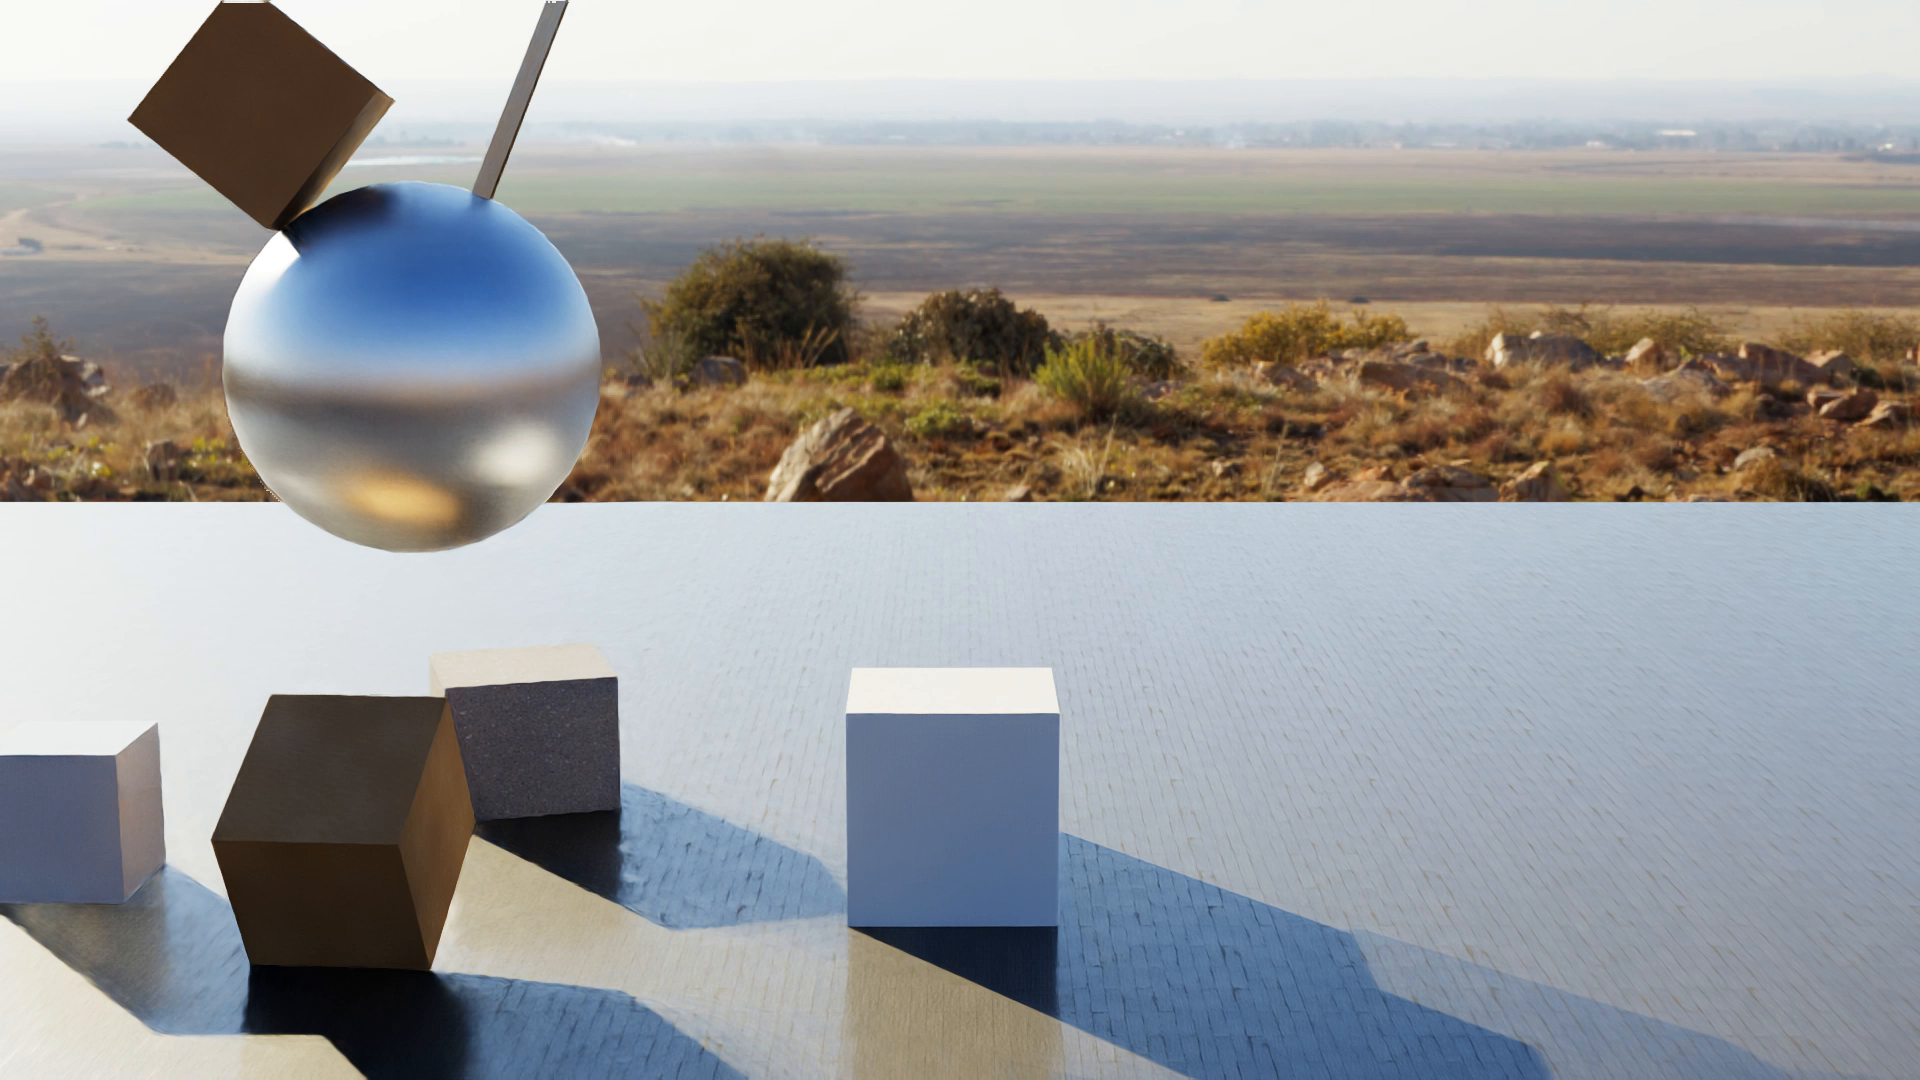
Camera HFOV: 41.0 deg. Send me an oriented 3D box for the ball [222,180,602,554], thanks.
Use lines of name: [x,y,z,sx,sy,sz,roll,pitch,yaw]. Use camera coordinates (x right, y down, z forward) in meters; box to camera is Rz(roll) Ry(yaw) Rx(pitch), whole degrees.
ball: [-2.347,-0.740,11.046,1.600,1.600,1.600,0,10,0]

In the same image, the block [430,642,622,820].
block: [-2.144,0.931,12.602,0.818,0.659,0.785,-3,11,-16]

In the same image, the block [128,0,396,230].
block: [-2.929,-1.813,10.821,0.705,0.732,0.675,38,1,-9]

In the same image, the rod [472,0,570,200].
rod: [-1.017,-3.819,10.486,0.080,5.200,0.080,23,9,-4]

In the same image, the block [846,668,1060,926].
block: [-0.033,1.088,11.021,0.879,0.915,0.819,0,10,0]

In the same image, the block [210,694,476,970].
block: [-2.451,1.165,10.301,0.734,0.712,0.822,1,39,5]

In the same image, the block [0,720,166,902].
block: [-3.883,1.182,11.236,0.598,0.654,0.581,0,10,0]
